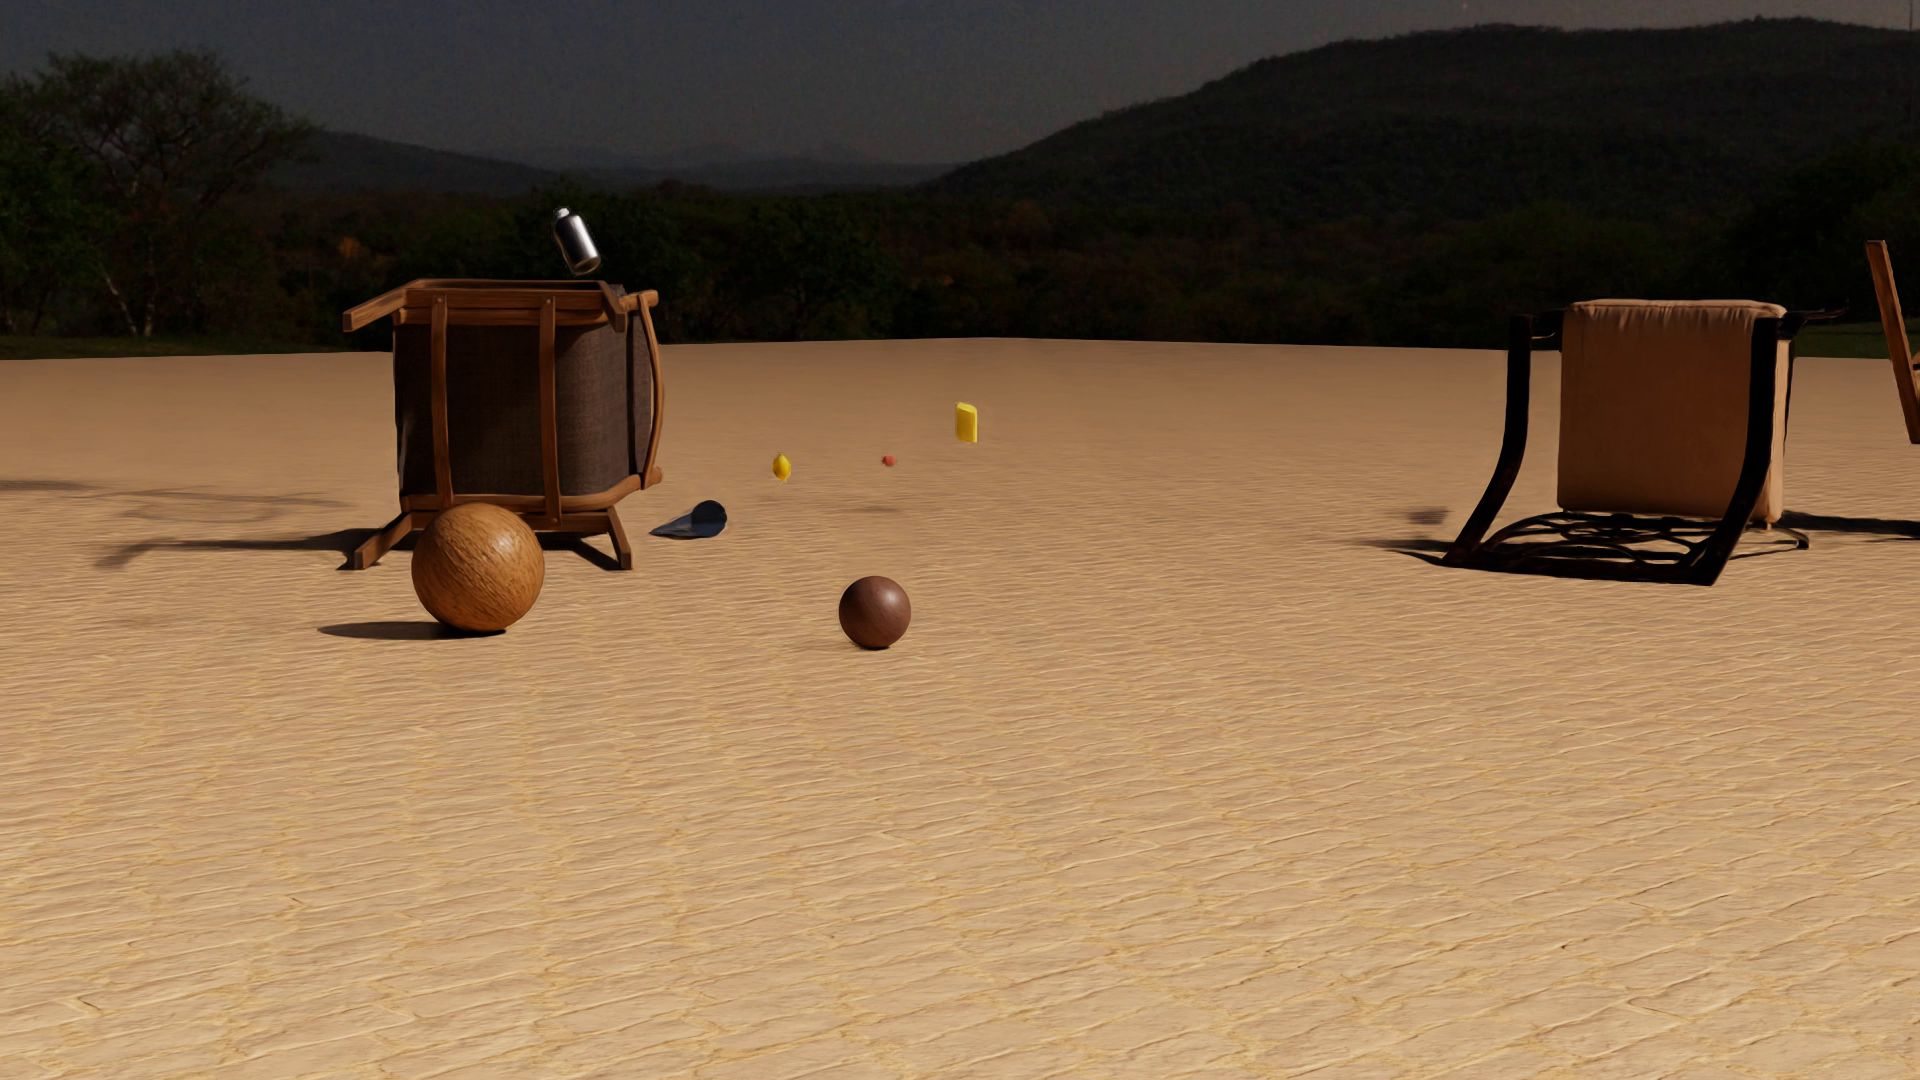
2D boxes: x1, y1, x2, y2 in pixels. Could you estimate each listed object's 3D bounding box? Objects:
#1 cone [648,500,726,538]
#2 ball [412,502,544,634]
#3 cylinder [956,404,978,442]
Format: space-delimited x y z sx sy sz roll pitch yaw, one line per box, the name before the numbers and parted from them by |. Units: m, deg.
cone | -0.719 -0.035 6.530 0.202 0.092 0.152 -12 6 32
ball | -0.888 0.052 4.729 0.242 0.242 0.242 0 6 0
cylinder | 0.025 -0.421 9.206 0.058 0.116 0.111 -12 24 -28
